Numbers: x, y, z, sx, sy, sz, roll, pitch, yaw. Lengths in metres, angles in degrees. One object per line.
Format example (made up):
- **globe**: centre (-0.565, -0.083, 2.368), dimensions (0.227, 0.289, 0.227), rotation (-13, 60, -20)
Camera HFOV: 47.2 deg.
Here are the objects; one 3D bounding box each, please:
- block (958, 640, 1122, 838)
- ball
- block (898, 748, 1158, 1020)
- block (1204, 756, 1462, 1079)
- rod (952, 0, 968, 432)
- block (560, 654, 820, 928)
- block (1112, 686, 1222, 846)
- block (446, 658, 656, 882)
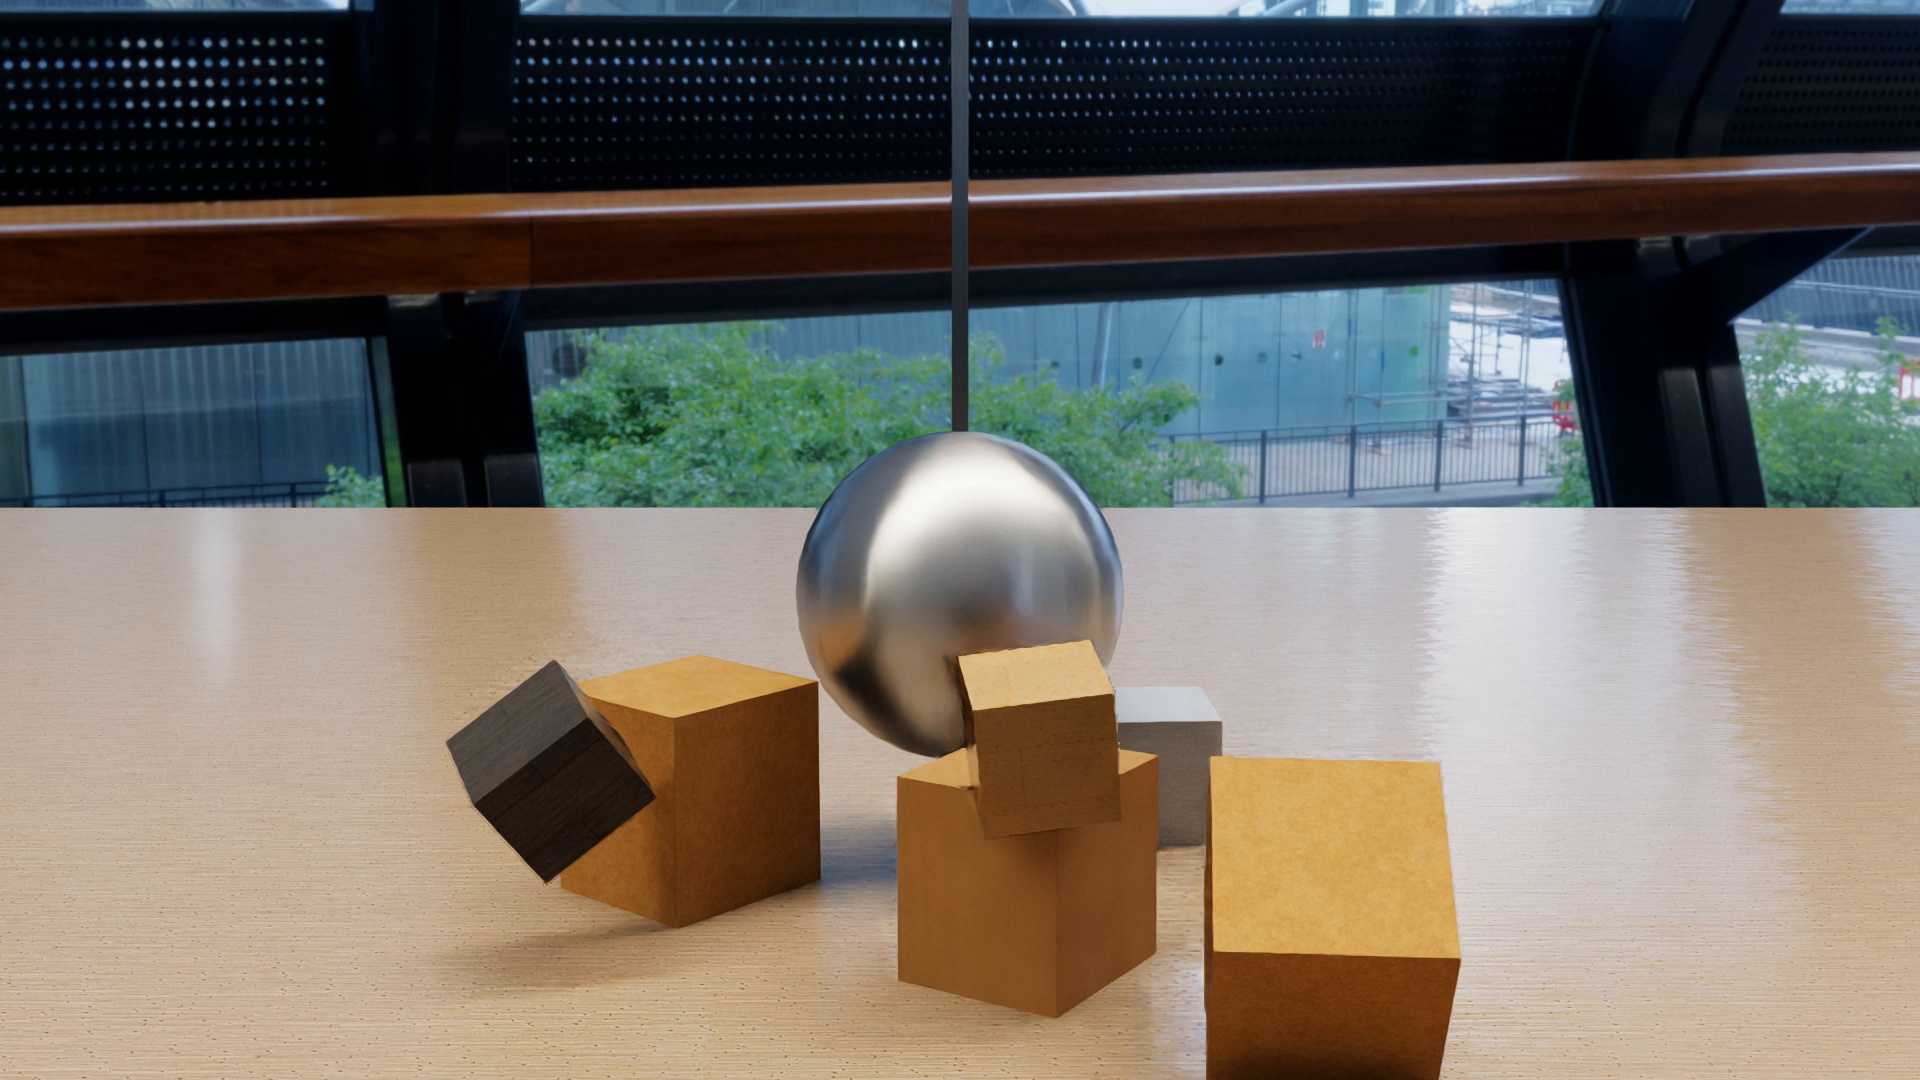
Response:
- **block**: centre (0.311, 0.778, 8.687), dimensions (0.540, 0.540, 0.553), rotation (-7, 19, -4)
- **ball**: centre (0.000, 0.269, 10.682), dimensions (1.600, 1.600, 1.600), rotation (0, 10, 0)
- **block**: centre (0.297, 1.396, 9.381), dimensions (0.771, 0.897, 0.867), rotation (7, 12, 32)
- **block**: centre (1.364, 1.442, 8.268), dimensions (0.853, 0.855, 0.889), rotation (1, 44, 5)
- **rod**: centre (0.000, -3.117, 10.376), dimensions (0.080, 5.200, 0.080), rotation (0, 5, 0)
- **block**: centre (-1.284, 1.162, 10.437), dimensions (0.837, 0.980, 0.908), rotation (9, 14, 40)
- **block**: centre (0.881, 1.162, 11.374), dimensions (0.826, 0.645, 0.710), rotation (-1, 10, -3)
- **block**: centre (-1.743, 0.976, 9.357), dimensions (0.582, 0.513, 0.586), rotation (-38, 31, -6)
